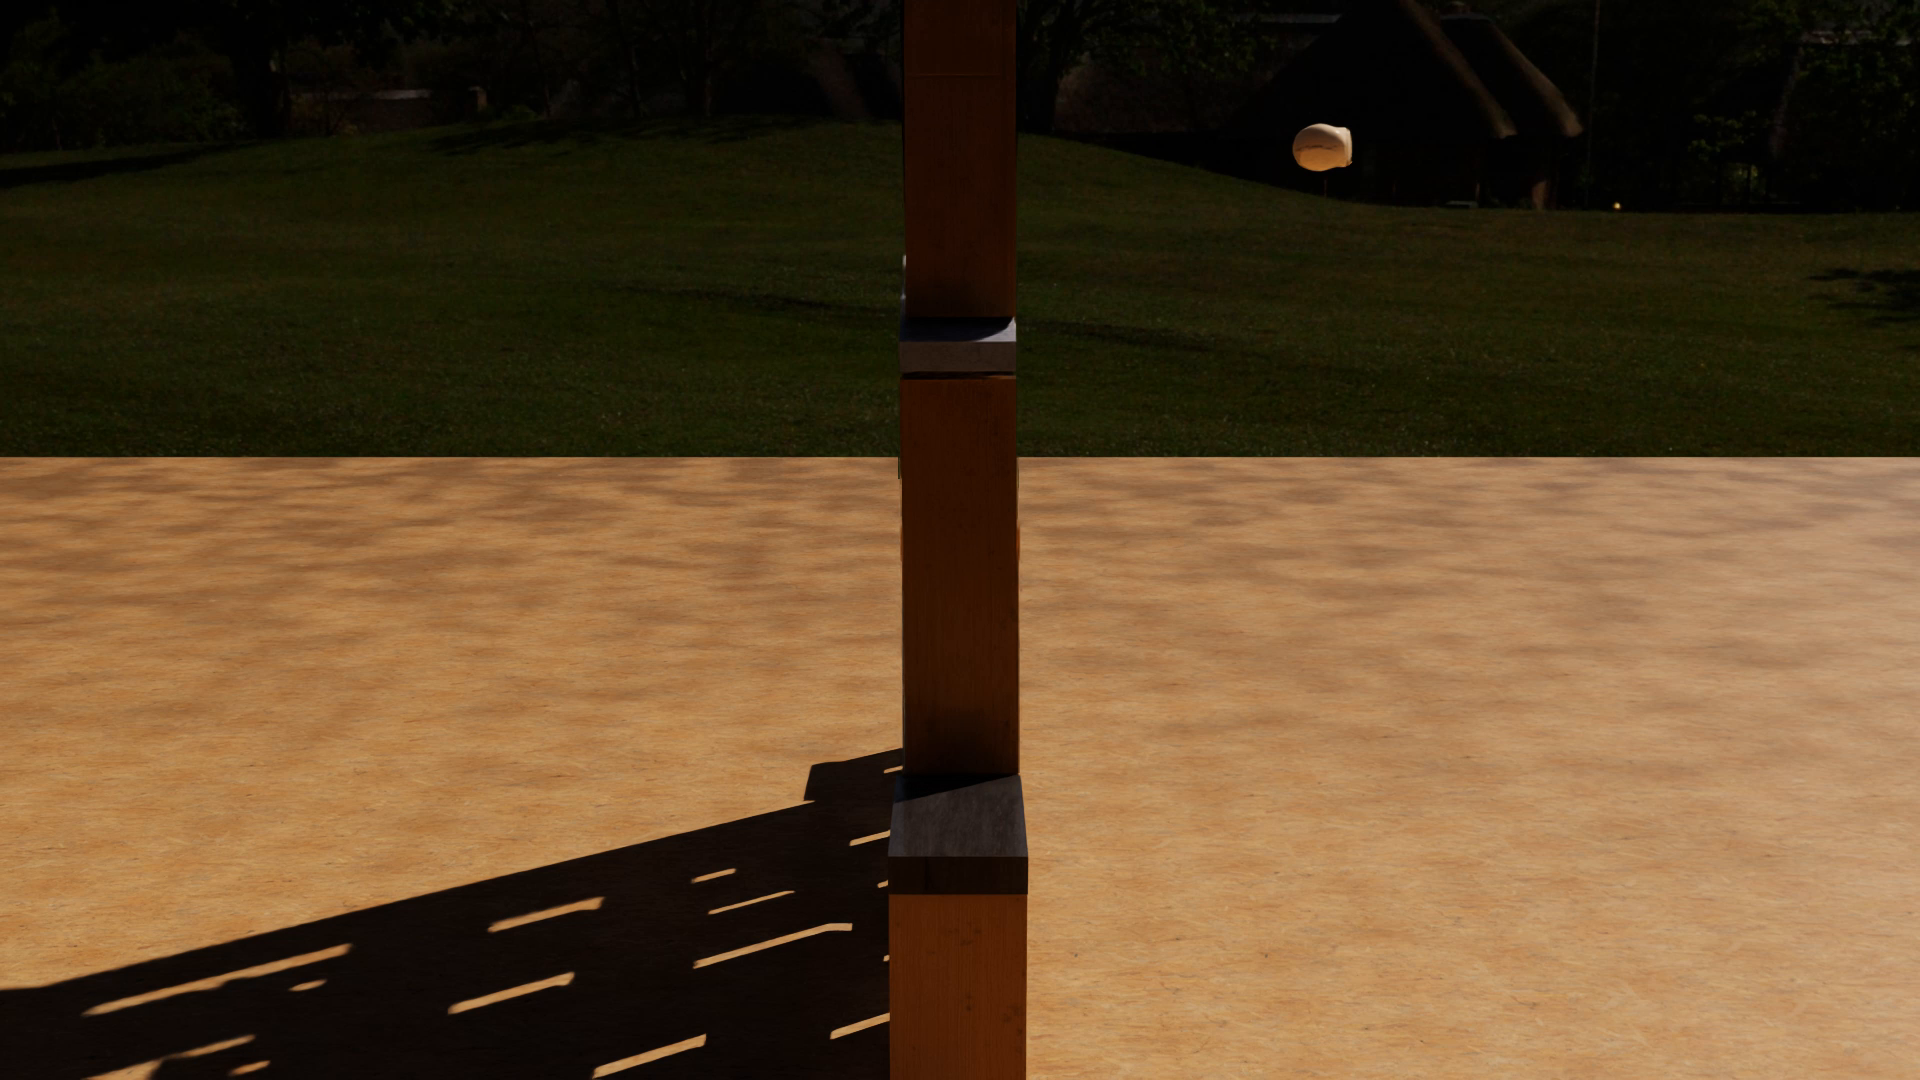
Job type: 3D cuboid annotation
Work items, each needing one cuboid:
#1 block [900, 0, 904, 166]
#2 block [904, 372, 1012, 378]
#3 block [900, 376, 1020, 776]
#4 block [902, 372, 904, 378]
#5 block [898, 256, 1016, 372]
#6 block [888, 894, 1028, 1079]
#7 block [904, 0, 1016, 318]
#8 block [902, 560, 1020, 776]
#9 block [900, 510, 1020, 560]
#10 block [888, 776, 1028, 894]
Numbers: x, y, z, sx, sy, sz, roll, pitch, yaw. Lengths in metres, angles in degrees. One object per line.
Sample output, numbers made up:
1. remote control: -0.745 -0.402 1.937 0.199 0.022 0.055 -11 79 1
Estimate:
1. block: -0.009 -0.779 3.525 0.170 0.354 0.048 0 11 0
2. block: -0.004 -0.185 3.143 0.153 0.307 0.043 0 11 0
3. block: 0.001 0.072 2.981 0.153 0.584 0.043 -1 10 1
4. block: -0.005 -0.156 3.535 0.173 0.346 0.049 0 11 0
5. block: -0.004 -0.313 3.012 0.153 0.043 0.307 0 29 0
6. block: -0.002 0.587 2.754 0.170 0.340 0.048 0 11 0
7. block: 0.000 -0.547 2.883 0.145 0.507 0.041 0 10 0
8. block: 0.001 0.182 3.177 0.167 0.334 0.047 0 11 0
9. block: 0.000 -0.025 3.251 0.167 0.047 0.334 0 11 0
10. block: -0.002 0.375 2.830 0.170 0.048 0.340 0 11 0
